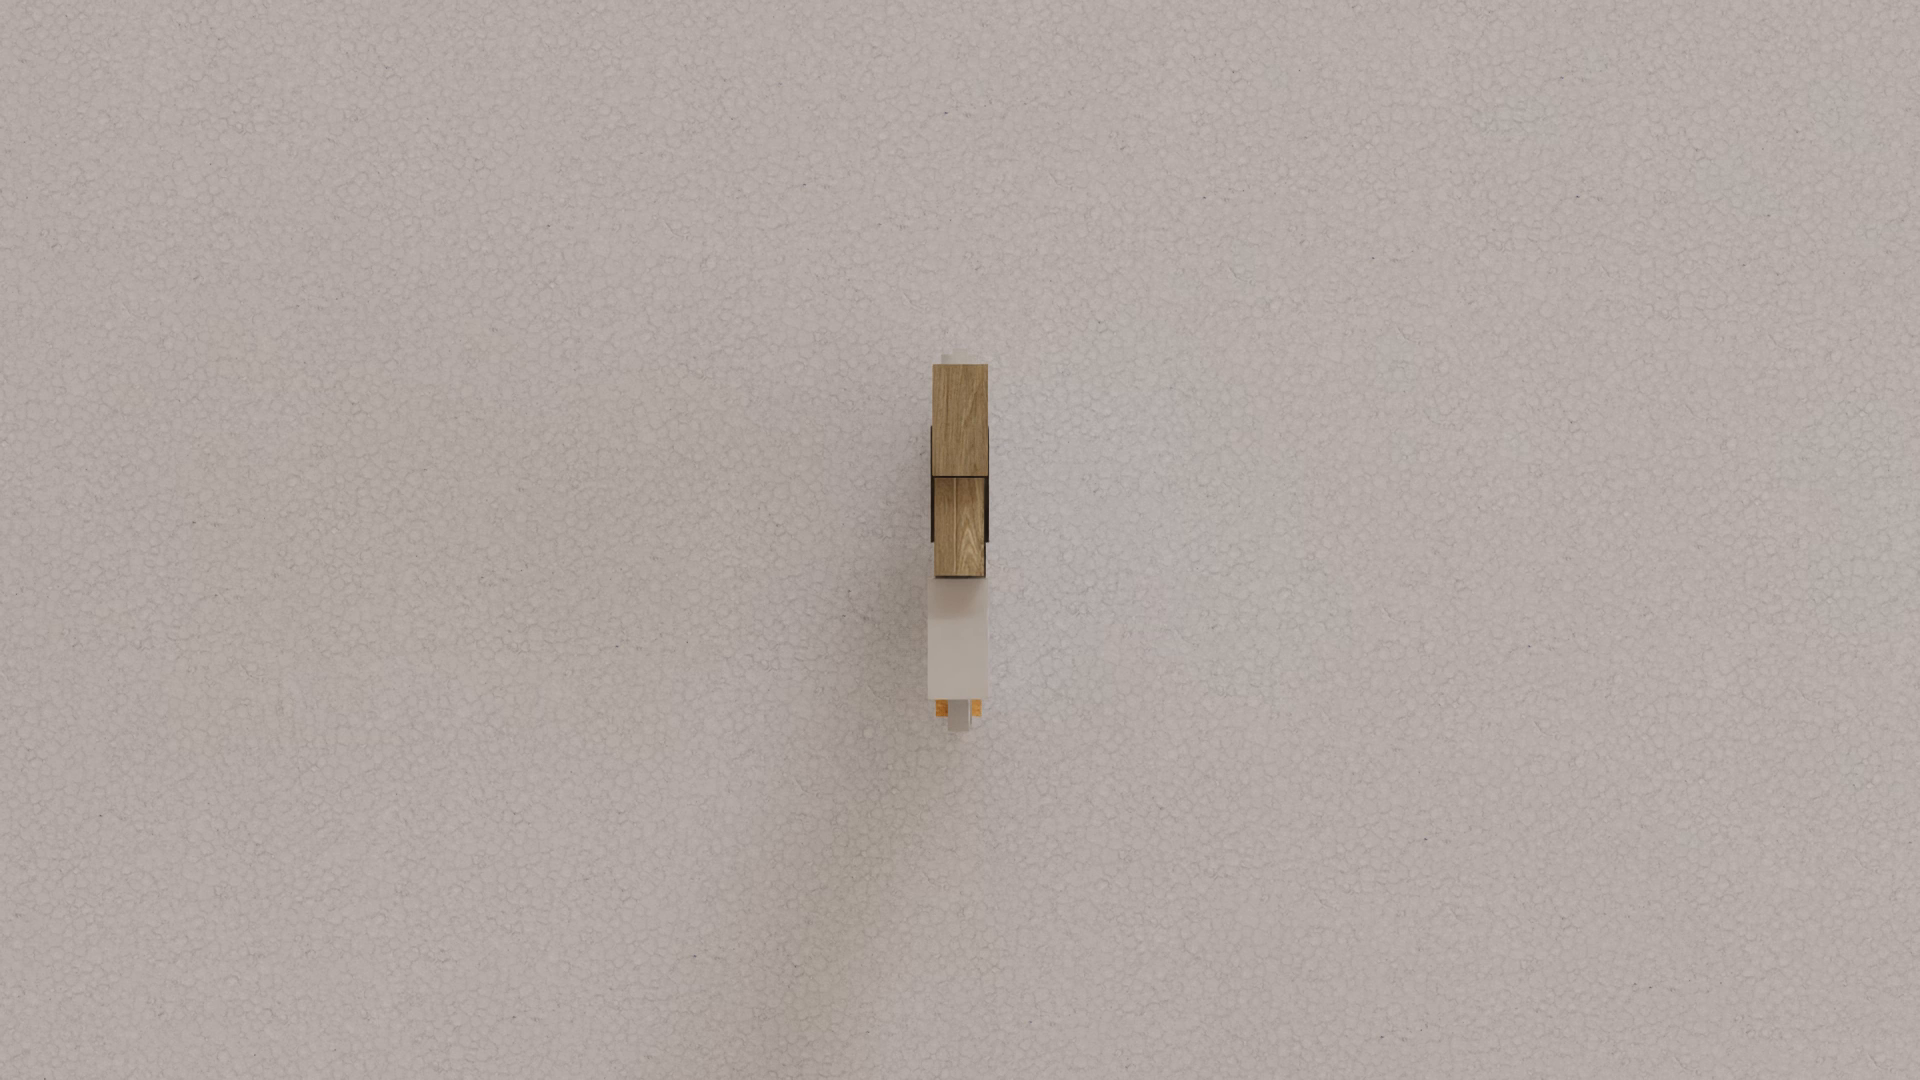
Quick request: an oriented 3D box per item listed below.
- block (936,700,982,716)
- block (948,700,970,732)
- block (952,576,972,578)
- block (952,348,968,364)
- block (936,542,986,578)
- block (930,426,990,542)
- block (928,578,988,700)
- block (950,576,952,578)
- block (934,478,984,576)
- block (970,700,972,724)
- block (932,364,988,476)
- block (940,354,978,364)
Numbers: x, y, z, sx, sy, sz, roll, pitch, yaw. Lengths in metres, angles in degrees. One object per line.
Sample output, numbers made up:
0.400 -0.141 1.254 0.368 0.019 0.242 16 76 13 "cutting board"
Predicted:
-0.005 0.411 5.194 0.143 0.040 0.285 0 90 0 "block"
-0.004 0.501 4.877 0.063 0.018 0.127 0 90 0 "block"
0.006 0.077 4.999 0.064 0.018 0.129 -1 90 0 "block"
0.000 -0.520 4.879 0.045 0.013 0.090 0 90 0 "block"
0.002 0.007 5.160 0.159 0.045 0.318 0 90 0 "block"
0.000 -0.161 4.776 0.169 0.048 0.338 0 90 0 "block"
-0.006 0.270 4.518 0.164 0.047 0.329 0 90 0 "block"
0.002 0.122 5.073 0.064 0.129 0.018 0 91 0 "block"
-0.002 -0.036 4.466 0.133 0.038 0.266 0 90 0 "block"
0.000 0.489 5.023 0.071 0.020 0.141 0 90 0 "block"
0.001 -0.321 4.433 0.149 0.042 0.298 0 90 0 "block"
-0.002 -0.447 4.991 0.112 0.032 0.225 0 90 0 "block"
